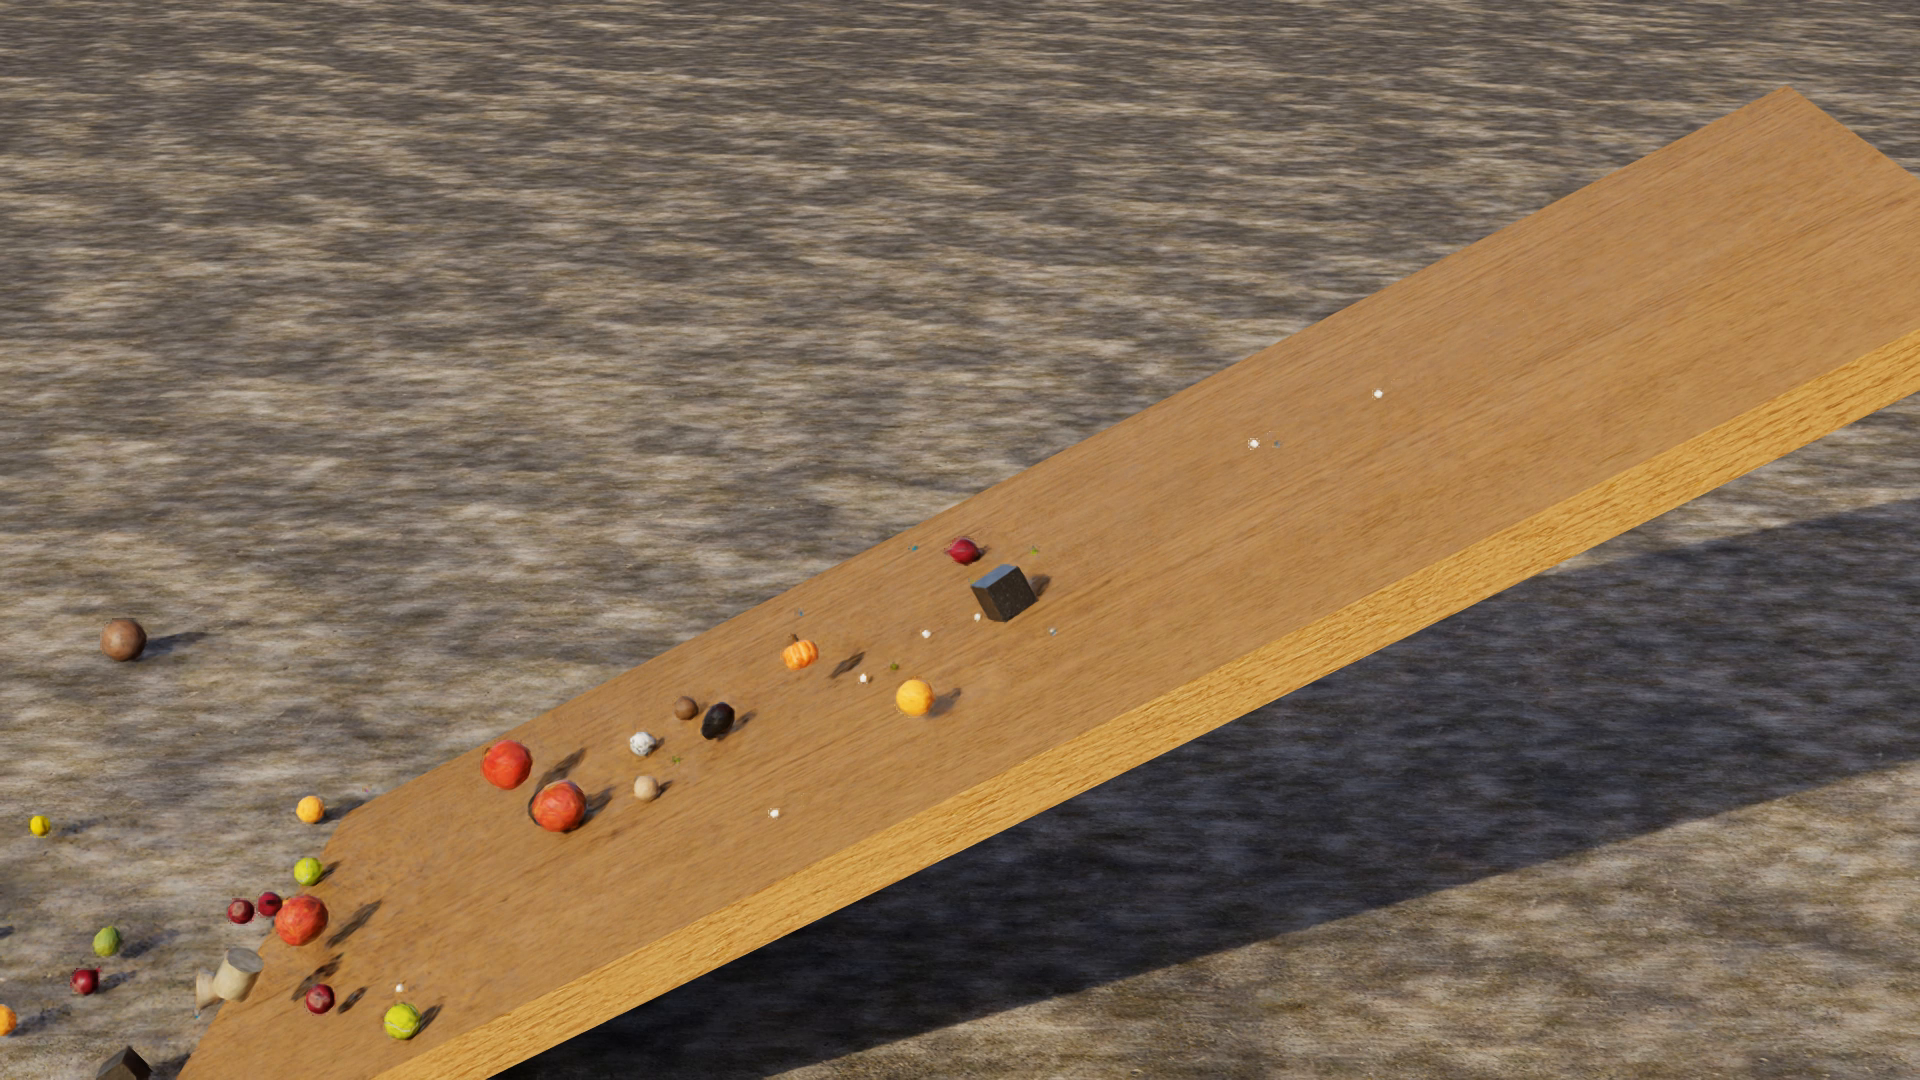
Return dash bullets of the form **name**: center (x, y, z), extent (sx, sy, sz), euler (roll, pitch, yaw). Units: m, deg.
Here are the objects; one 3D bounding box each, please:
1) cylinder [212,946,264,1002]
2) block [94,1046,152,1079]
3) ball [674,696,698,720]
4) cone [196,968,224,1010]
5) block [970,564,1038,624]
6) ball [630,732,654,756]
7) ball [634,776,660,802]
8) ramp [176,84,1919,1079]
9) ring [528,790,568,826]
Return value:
- **cylinder**: center (-1.513, 0.910, 6.162), extent (0.081, 0.081, 0.081), euler (25, 23, -11)
- **block**: center (-1.796, 1.150, 6.316), extent (0.075, 0.075, 0.075), euler (-34, 16, 8)
- **ball**: center (-0.626, 0.385, 6.716), extent (0.055, 0.055, 0.055), euler (0, 18, 0)
- **cone**: center (-1.652, 1.006, 6.596), extent (0.095, 0.095, 0.095), euler (-2, 18, 2)
- **block**: center (0.092, 0.112, 6.186), extent (0.086, 0.086, 0.086), euler (-34, 15, -18)
- **ball**: center (-0.716, 0.460, 6.631), extent (0.055, 0.055, 0.055), euler (0, 18, 0)
- **ball**: center (-0.670, 0.532, 6.286), extent (0.056, 0.056, 0.056), euler (0, 18, 0)
- **ramp**: center (0.141, 0.167, 6.282), extent (4.000, 0.100, 2.000), euler (-27, 14, 11)
- **ring**: center (-0.905, 0.590, 6.464), extent (0.087, 0.087, 0.029), euler (-2, 15, -6)
